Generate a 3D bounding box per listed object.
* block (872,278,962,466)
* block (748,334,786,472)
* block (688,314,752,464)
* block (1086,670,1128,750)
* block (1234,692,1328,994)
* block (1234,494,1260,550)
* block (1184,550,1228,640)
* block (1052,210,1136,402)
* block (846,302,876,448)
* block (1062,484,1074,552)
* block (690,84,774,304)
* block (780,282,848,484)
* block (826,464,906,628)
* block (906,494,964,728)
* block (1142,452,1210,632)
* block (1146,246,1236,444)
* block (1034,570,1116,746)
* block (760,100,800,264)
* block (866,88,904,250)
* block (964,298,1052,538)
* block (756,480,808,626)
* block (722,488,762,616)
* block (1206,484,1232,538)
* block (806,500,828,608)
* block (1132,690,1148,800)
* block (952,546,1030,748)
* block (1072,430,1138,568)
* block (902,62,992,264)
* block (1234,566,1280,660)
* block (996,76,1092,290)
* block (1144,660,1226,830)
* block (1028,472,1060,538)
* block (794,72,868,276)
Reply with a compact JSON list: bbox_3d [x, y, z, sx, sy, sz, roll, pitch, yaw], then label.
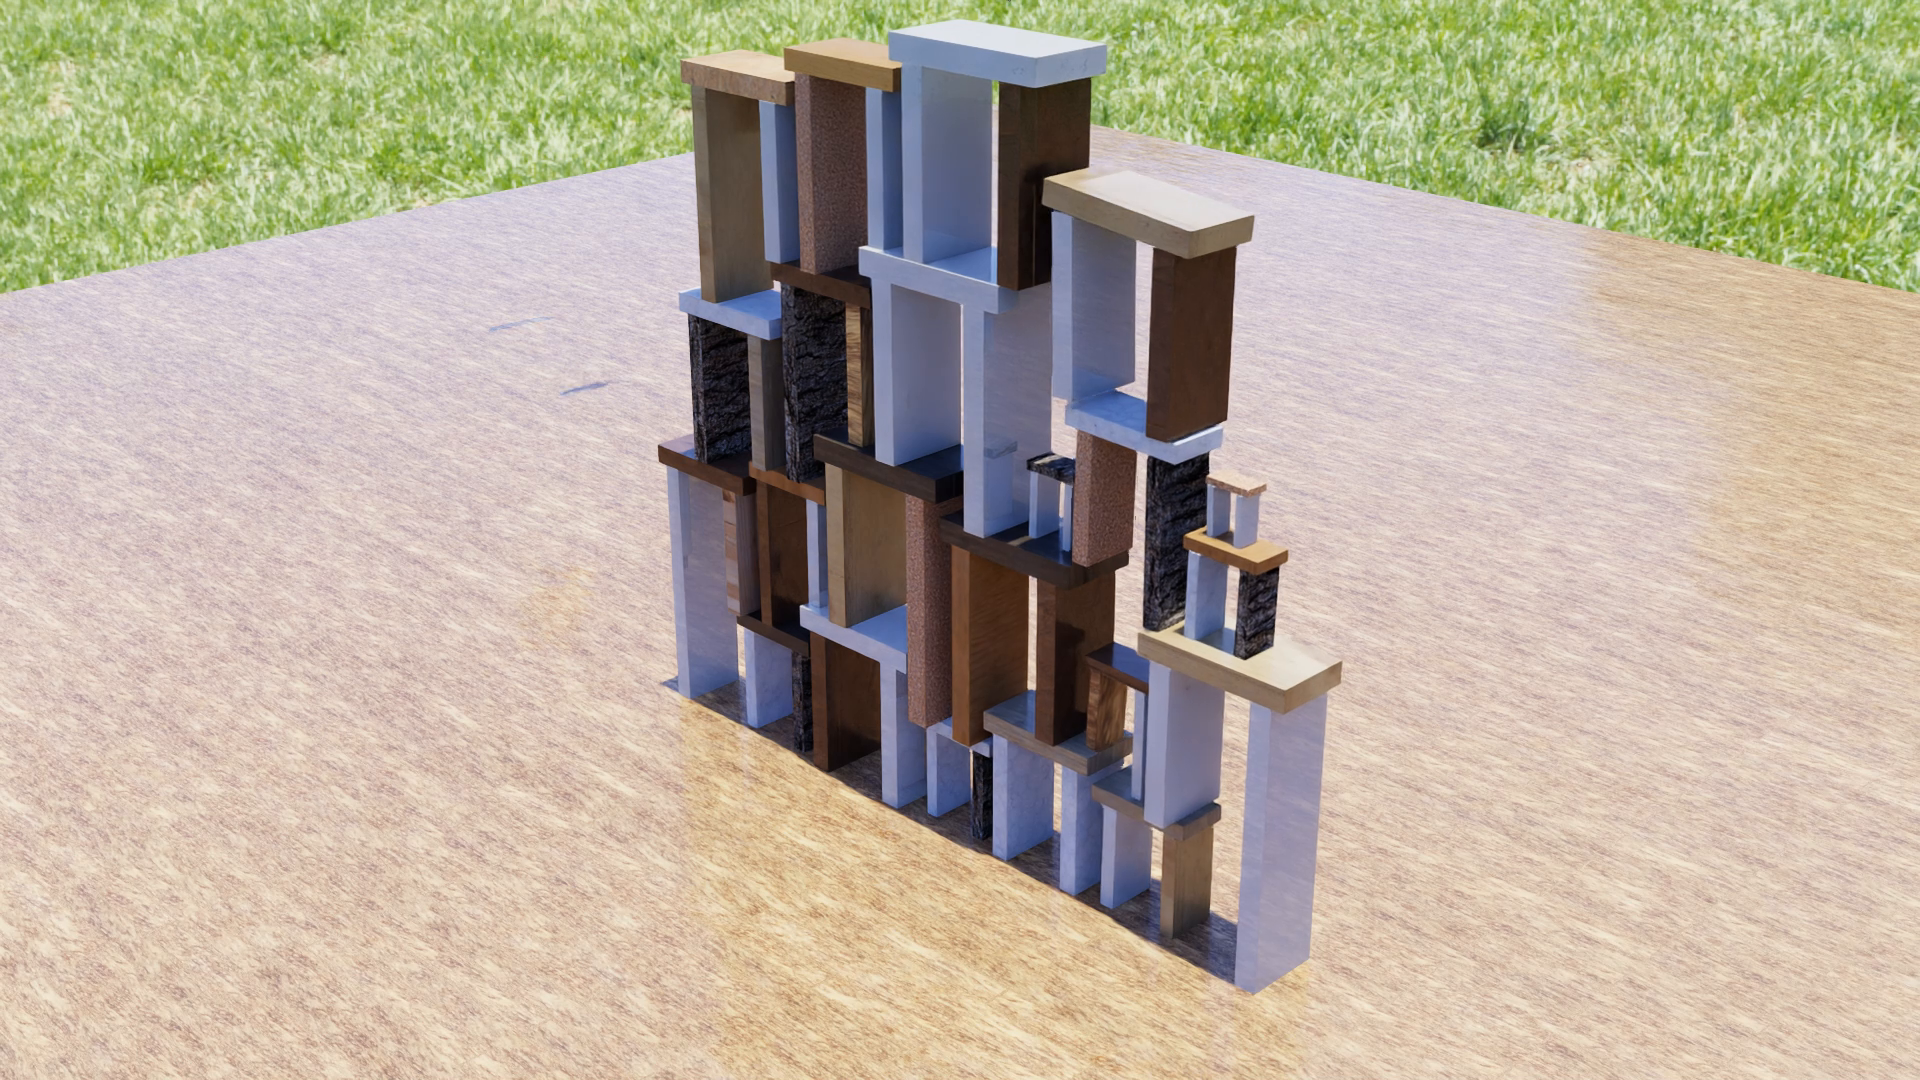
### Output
[{"bbox_3d":[-0.080,-0.335,4.160,0.180,0.359,0.051,-21,31,-40],"label":"block"},{"bbox_3d":[-0.360,-0.296,4.487,0.041,0.286,0.143,21,31,40],"label":"block"},{"bbox_3d":[-0.495,-0.332,4.619,0.041,0.322,0.143,21,31,41],"label":"block"},{"bbox_3d":[0.272,0.301,4.058,0.081,0.163,0.023,-21,35,-40],"label":"block"},{"bbox_3d":[0.559,0.512,3.828,0.159,0.567,0.045,-21,31,-41],"label":"block"},{"bbox_3d":[0.480,-0.036,3.682,0.047,0.094,0.013,-21,32,-39],"label":"block"},{"bbox_3d":[0.425,0.085,3.784,0.081,0.162,0.023,-21,32,-39],"label":"block"},{"bbox_3d":[0.233,-0.416,3.800,0.162,0.325,0.046,-19,27,-40],"label":"block"},{"bbox_3d":[-0.152,-0.334,4.254,0.142,0.284,0.040,-21,31,-40],"label":"block"},{"bbox_3d":[0.214,-0.048,3.969,0.018,0.127,0.063,21,30,40],"label":"block"},{"bbox_3d":[-0.456,-0.705,4.423,0.156,0.437,0.044,-22,31,-40],"label":"block"},{"bbox_3d":[-0.286,-0.328,4.401,0.040,0.412,0.142,21,31,40],"label":"block"},{"bbox_3d":[-0.186,-0.011,4.422,0.049,0.345,0.172,21,31,41],"label":"block"},{"bbox_3d":[-0.025,0.117,4.299,0.172,0.484,0.049,-21,31,-40],"label":"block"},{"bbox_3d":[0.373,-0.008,3.804,0.035,0.317,0.125,21,31,41],"label":"block"},{"bbox_3d":[0.386,-0.339,3.670,0.046,0.325,0.162,21,30,40],"label":"block"},{"bbox_3d":[0.214,0.204,4.079,0.164,0.328,0.046,-22,31,-40],"label":"block"},{"bbox_3d":[-0.310,-0.705,4.262,0.044,0.311,0.156,21,31,40],"label":"block"},{"bbox_3d":[-0.102,-0.691,4.031,0.147,0.294,0.042,-21,31,-40],"label":"block"},{"bbox_3d":[0.088,-0.234,4.017,0.180,0.434,0.051,-21,31,-40],"label":"block"},{"bbox_3d":[-0.368,0.013,4.629,0.033,0.328,0.117,21,31,41],"label":"block"},{"bbox_3d":[-0.433,0.008,4.696,0.040,0.284,0.142,21,31,41],"label":"block"},{"bbox_3d":[0.438,-0.054,3.726,0.047,0.094,0.013,-21,30,-40],"label":"block"},{"bbox_3d":[-0.258,0.012,4.510,0.033,0.233,0.117,21,31,41],"label":"block"},{"bbox_3d":[0.350,0.360,3.995,0.081,0.219,0.023,-22,32,-40],"label":"block"},{"bbox_3d":[0.059,0.182,4.238,0.164,0.412,0.046,-22,31,-40],"label":"block"},{"bbox_3d":[0.257,-0.089,3.896,0.035,0.250,0.125,22,31,40],"label":"block"},{"bbox_3d":[-0.022,-0.688,3.948,0.177,0.354,0.050,-21,31,-40],"label":"block"},{"bbox_3d":[0.501,0.115,3.714,0.023,0.162,0.081,23,32,40],"label":"block"},{"bbox_3d":[0.145,-0.623,3.793,0.177,0.354,0.050,-21,31,-40],"label":"block"},{"bbox_3d":[0.402,0.340,3.916,0.159,0.319,0.045,-21,31,-40],"label":"block"},{"bbox_3d":[0.155,-0.072,4.026,0.018,0.127,0.063,21,29,40],"label":"block"},{"bbox_3d":[-0.239,-0.705,4.176,0.147,0.380,0.042,-21,31,-40],"label":"block"}]
